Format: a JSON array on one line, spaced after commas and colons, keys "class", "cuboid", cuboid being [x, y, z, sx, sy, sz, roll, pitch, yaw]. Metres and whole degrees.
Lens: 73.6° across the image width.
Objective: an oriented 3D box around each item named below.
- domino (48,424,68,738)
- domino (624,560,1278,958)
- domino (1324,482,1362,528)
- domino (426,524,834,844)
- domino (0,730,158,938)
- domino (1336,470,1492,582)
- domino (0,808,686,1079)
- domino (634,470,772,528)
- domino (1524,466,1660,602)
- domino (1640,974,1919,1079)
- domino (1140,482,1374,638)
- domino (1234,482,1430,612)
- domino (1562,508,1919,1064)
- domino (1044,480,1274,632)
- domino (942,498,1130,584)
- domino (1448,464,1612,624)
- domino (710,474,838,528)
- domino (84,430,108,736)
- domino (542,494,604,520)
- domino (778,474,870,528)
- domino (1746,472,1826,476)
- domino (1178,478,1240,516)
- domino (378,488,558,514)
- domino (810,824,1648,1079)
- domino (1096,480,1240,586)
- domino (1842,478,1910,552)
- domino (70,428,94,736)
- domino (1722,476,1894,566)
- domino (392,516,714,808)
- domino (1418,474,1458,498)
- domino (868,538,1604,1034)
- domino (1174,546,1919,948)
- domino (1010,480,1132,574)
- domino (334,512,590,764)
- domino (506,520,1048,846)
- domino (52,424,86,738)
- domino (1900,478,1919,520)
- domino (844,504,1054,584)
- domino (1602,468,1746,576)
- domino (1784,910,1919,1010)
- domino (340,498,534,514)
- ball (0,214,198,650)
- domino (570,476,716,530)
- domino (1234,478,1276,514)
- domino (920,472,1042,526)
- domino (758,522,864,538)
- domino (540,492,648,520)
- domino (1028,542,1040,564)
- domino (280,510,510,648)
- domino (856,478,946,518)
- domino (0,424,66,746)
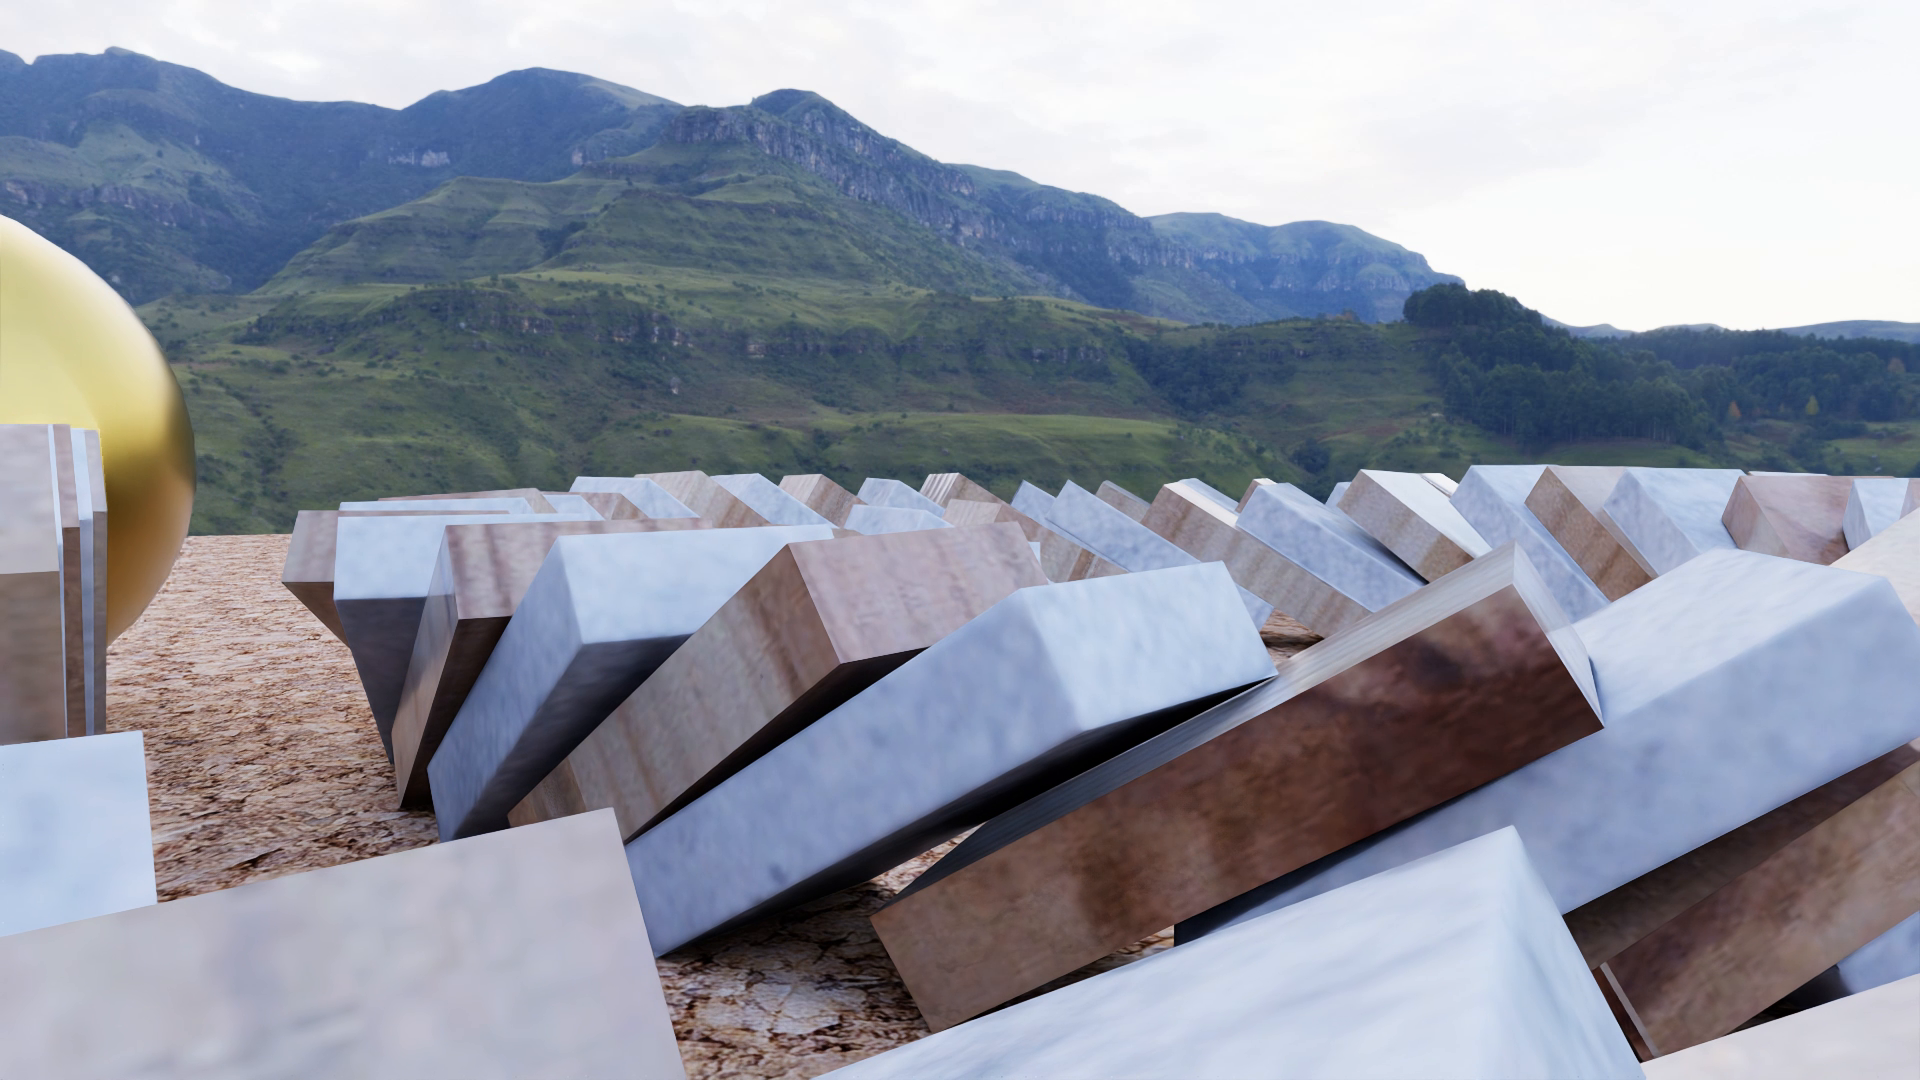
[{"class": "domino", "cuboid": [-0.069, 0.015, 0.077, 0.025, 0.050, 0.009, -3, 47, -36]}, {"class": "domino", "cuboid": [-0.003, 0.018, 0.102, 0.025, 0.010, 0.050, -5, -24, -49]}, {"class": "domino", "cuboid": [0.120, 0.001, 0.331, 0.050, 0.010, 0.025, 35, 21, 26]}, {"class": "domino", "cuboid": [-0.033, 0.016, 0.125, 0.025, 0.010, 0.050, -3, -28, -37]}, {"class": "domino", "cuboid": [-0.049, 0.022, 0.053, 0.025, 0.009, 0.050, -3, -24, -36]}, {"class": "domino", "cuboid": [0.106, 0.004, 0.268, 0.025, 0.010, 0.050, 0, 37, -44]}, {"class": "domino", "cuboid": [-0.032, 0.023, 0.041, 0.025, 0.009, 0.050, -4, -24, -43]}, {"class": "domino", "cuboid": [-0.049, 0.002, 0.286, 0.025, 0.009, 0.050, 0, -30, 45]}, {"class": "domino", "cuboid": [0.131, 0.006, 0.239, 0.025, 0.010, 0.050, -1, 42, -19]}, {"class": "domino", "cuboid": [0.015, 0.025, 0.031, 0.050, 0.009, 0.025, -26, -2, 14]}, {"class": "domino", "cuboid": [0.065, 0.005, 0.278, 0.050, 0.009, 0.025, 33, 13, 13]}, {"class": "domino", "cuboid": [0.086, 0.005, 0.274, 0.050, 0.009, 0.025, 36, 20, 22]}, {"class": "domino", "cuboid": [0.064, 0.017, 0.097, 0.050, 0.009, 0.025, -33, 10, 1]}, {"class": "domino", "cuboid": [0.042, 0.004, 0.278, 0.050, 0.009, 0.025, 32, 5, 3]}, {"class": "domino", "cuboid": [0.021, 0.007, 0.263, 0.050, 0.010, 0.025, 27, -7, -23]}, {"class": "domino", "cuboid": [0.123, 0.005, 0.253, 0.025, 0.010, 0.050, -2, 42, -25]}, {"class": "domino", "cuboid": [-0.036, 0.002, 0.302, 0.050, 0.010, 0.025, 36, -19, -30]}, {"class": "domino", "cuboid": [-0.088, 0.013, 0.110, 0.025, 0.050, 0.009, -3, 47, -36]}, {"class": "domino", "cuboid": [-0.069, 0.008, 0.232, 0.025, 0.009, 0.050, 1, -27, 16]}, {"class": "domino", "cuboid": [-0.021, 0.001, 0.314, 0.050, 0.009, 0.025, 34, -13, -24]}, {"class": "domino", "cuboid": [0.190, 0.004, 0.269, 0.025, 0.010, 0.050, 0, 38, -22]}, {"class": "domino", "cuboid": [0.080, 0.000, 0.343, 0.050, 0.010, 0.025, 32, 14, 15]}, {"class": "domino", "cuboid": [-0.071, 0.009, 0.210, 0.025, 0.010, 0.050, -3, -28, 8]}, {"class": "domino", "cuboid": [-0.008, 0.024, 0.034, 0.050, 0.009, 0.025, -29, -8, 24]}, {"class": "domino", "cuboid": [0.058, 0.001, 0.344, 0.050, 0.009, 0.025, 30, 8, 6]}, {"class": "domino", "cuboid": [0.147, 0.010, 0.184, 0.025, 0.010, 0.050, 2, 41, 21]}, {"class": "domino", "cuboid": [-0.082, 0.013, 0.099, 0.025, 0.050, 0.009, -3, 47, -36]}, {"class": "domino", "cuboid": [0.145, 0.009, 0.204, 0.025, 0.009, 0.050, 0, 40, 5]}, {"class": "domino", "cuboid": [-0.045, 0.015, 0.139, 0.025, 0.009, 0.050, -3, -28, -31]}, {"class": "domino", "cuboid": [0.136, 0.001, 0.322, 0.050, 0.009, 0.025, 39, 23, 26]}, {"class": "domino", "cuboid": [0.020, 0.018, 0.094, 0.050, 0.010, 0.025, -33, -7, 23]}, {"class": "domino", "cuboid": [0.040, 0.018, 0.095, 0.050, 0.009, 0.025, -32, -1, 10]}, {"class": "domino", "cuboid": [0.037, 0.000, 0.343, 0.050, 0.009, 0.025, 29, 4, 0]}, {"class": "domino", "cuboid": [-0.058, 0.013, 0.155, 0.025, 0.010, 0.050, -1, -28, -18]}, {"class": "domino", "cuboid": [-0.017, 0.016, 0.113, 0.025, 0.010, 0.050, -6, -26, -47]}, {"class": "domino", "cuboid": [-0.075, 0.014, 0.088, 0.025, 0.050, 0.009, -4, 47, -36]}, {"class": "domino", "cuboid": [0.142, 0.011, 0.168, 0.025, 0.009, 0.050, 4, 41, 26]}, {"class": "domino", "cuboid": [0.003, 0.008, 0.248, 0.050, 0.009, 0.025, 29, -13, -33]}, {"class": "domino", "cuboid": [0.138, 0.007, 0.224, 0.025, 0.010, 0.050, 0, 41, -13]}, {"class": "domino", "cuboid": [0.080, 0.017, 0.100, 0.050, 0.009, 0.025, -34, 10, -2]}, {"class": "domino", "cuboid": [-0.070, 0.010, 0.192, 0.025, 0.009, 0.050, -1, -28, 2]}, {"class": "ball", "cuboid": [-0.157, -0.011, 0.186, 0.080, 0.080, 0.080, 0, 4, 0]}, {"class": "domino", "cuboid": [-0.058, 0.004, 0.273, 0.025, 0.010, 0.050, 3, -28, 41]}, {"class": "domino", "cuboid": [0.099, 0.001, 0.338, 0.050, 0.010, 0.025, 33, 14, 17]}, {"class": "domino", "cuboid": [0.014, 0.000, 0.332, 0.050, 0.009, 0.025, 32, -8, -17]}, {"class": "domino", "cuboid": [-0.011, 0.011, 0.229, 0.025, 0.009, 0.050, 4, -18, 45]}, {"class": "domino", "cuboid": [-0.064, 0.007, 0.252, 0.025, 0.009, 0.050, 2, -26, 25]}, {"class": "domino", "cuboid": [-0.002, 0.013, 0.196, 0.025, 0.010, 0.050, 0, -20, 0]}, {"class": "domino", "cuboid": [-0.068, 0.012, 0.175, 0.025, 0.010, 0.050, 0, -28, -2]}, {"class": "domino", "cuboid": [-0.002, 0.001, 0.325, 0.050, 0.009, 0.025, 32, -8, -21]}, {"class": "domino", "cuboid": [-0.061, 0.016, 0.066, 0.025, 0.050, 0.010, -4, 48, -36]}]
